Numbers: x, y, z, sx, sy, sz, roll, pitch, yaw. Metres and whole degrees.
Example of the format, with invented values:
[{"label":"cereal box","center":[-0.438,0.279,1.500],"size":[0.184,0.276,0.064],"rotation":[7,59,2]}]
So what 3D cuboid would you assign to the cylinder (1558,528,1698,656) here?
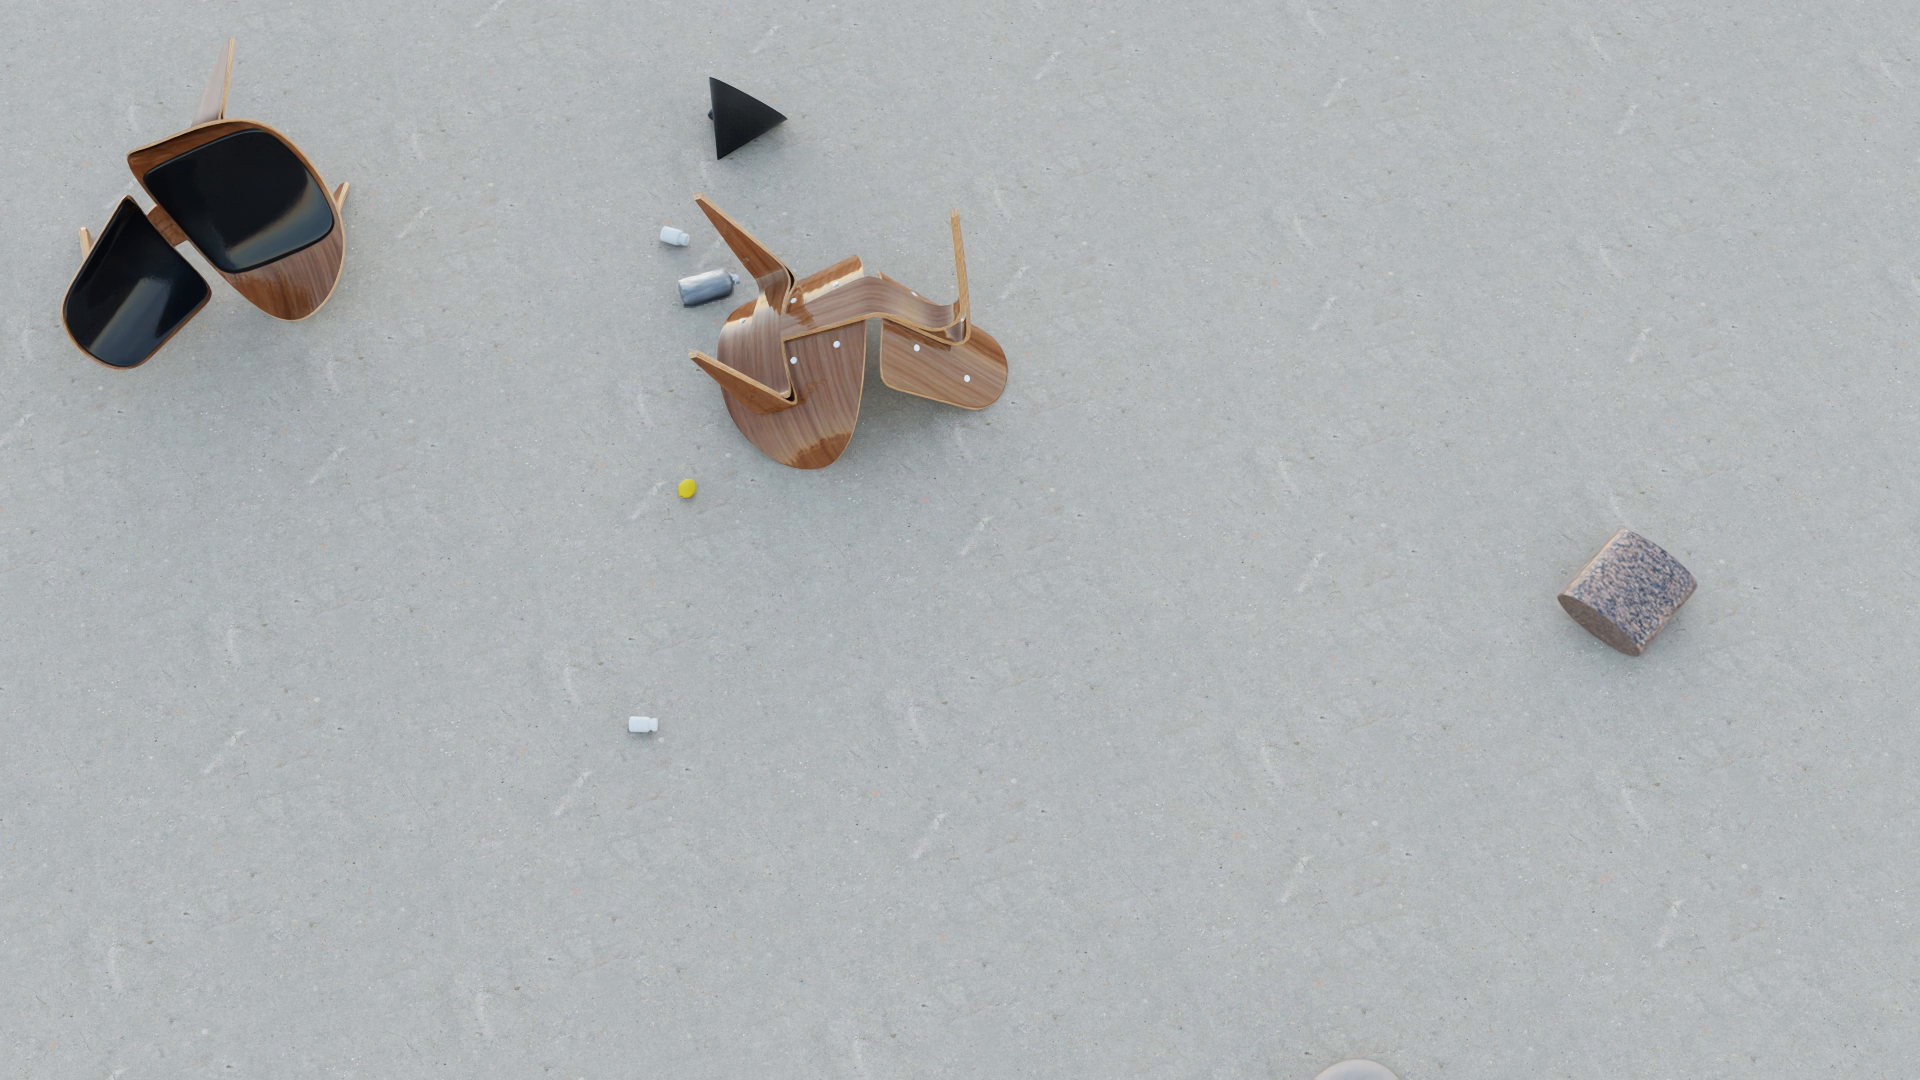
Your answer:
[{"label":"cylinder","center":[1.945,0.150,6.404],"size":[0.284,0.113,0.310],"rotation":[39,64,19]}]

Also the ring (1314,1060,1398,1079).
[{"label":"ring","center":[0.979,1.495,5.499],"size":[0.314,0.122,0.419],"rotation":[18,59,13]}]

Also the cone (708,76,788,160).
[{"label":"cone","center":[-0.767,-1.387,7.427],"size":[0.267,0.312,0.234],"rotation":[30,95,45]}]
